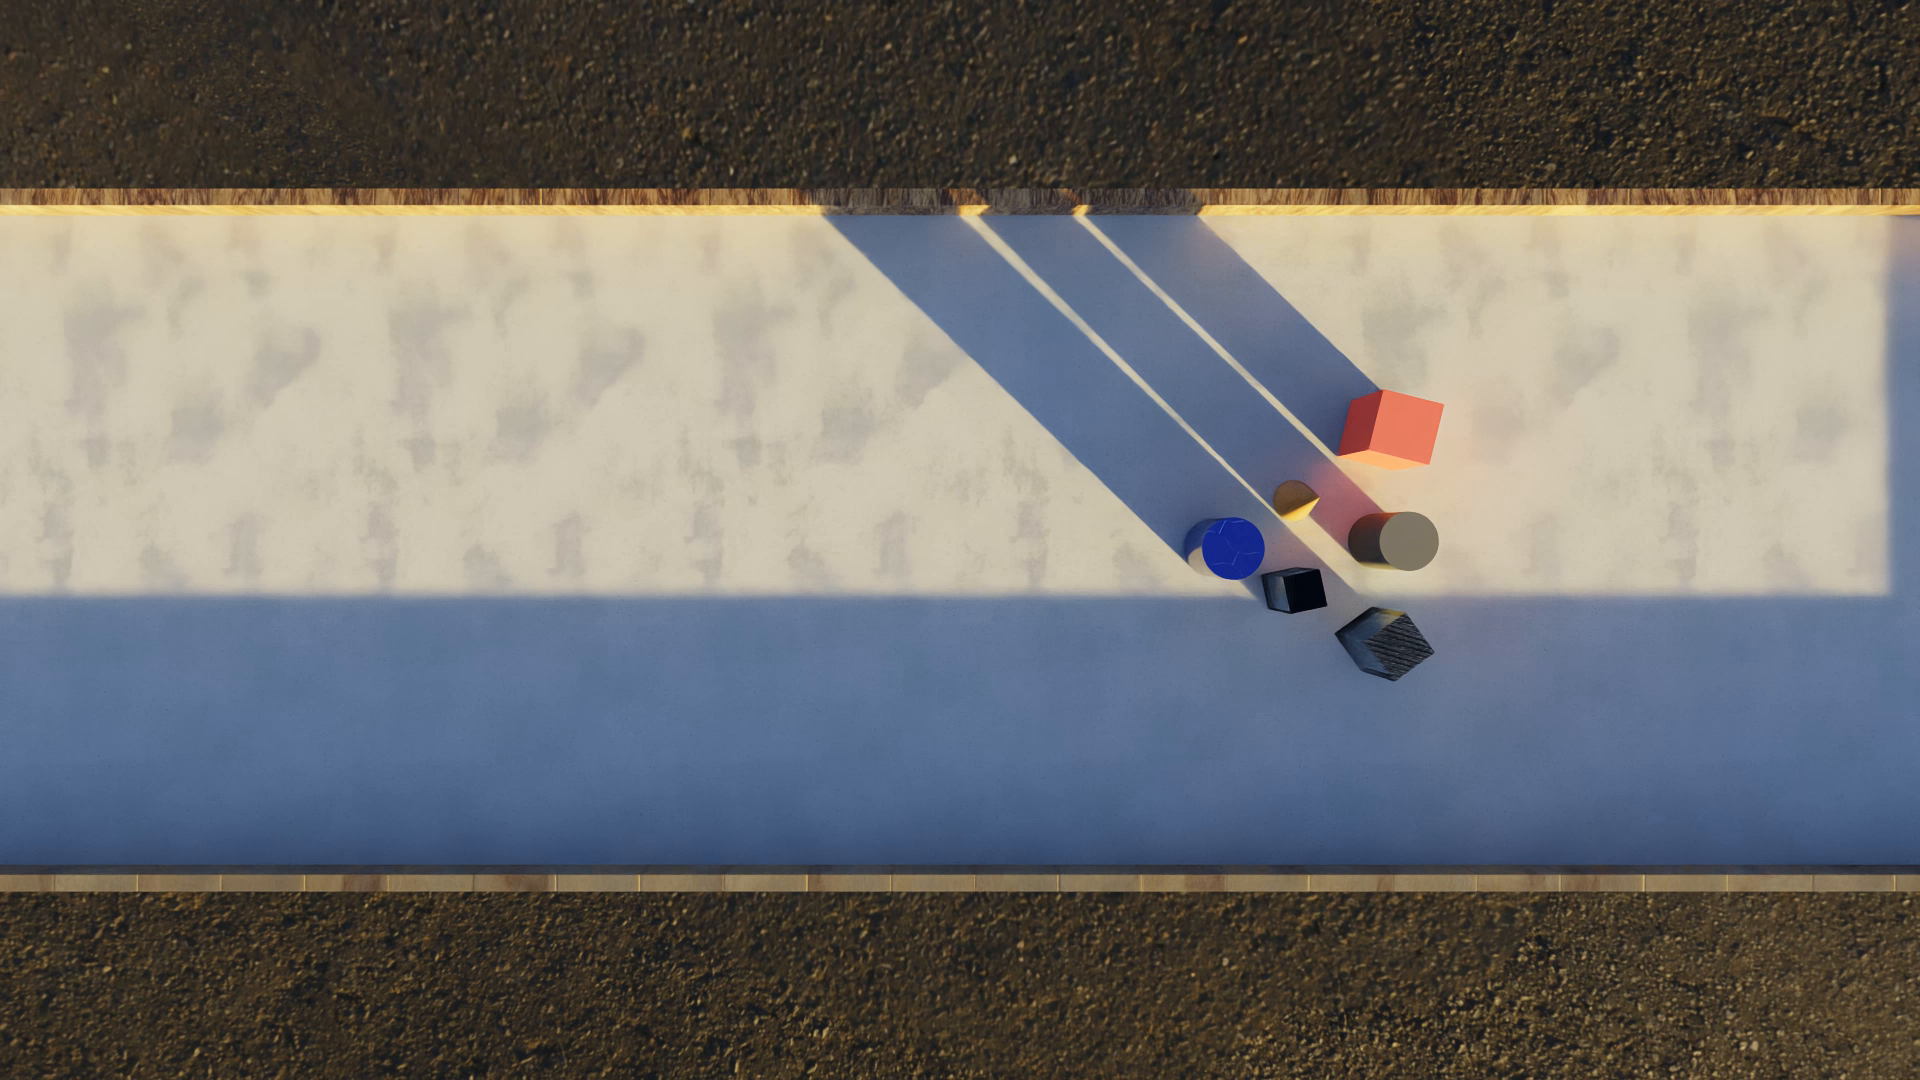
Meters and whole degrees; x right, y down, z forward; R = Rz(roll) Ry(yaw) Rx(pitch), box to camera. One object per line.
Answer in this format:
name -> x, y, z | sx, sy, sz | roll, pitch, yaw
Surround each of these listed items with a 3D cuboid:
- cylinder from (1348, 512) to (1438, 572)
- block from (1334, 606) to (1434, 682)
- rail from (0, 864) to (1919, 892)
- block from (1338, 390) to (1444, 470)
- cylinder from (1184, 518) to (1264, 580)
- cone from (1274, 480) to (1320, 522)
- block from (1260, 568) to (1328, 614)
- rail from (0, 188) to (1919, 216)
cylinder -> 1.279, 0.004, 4.886 | 0.170, 0.381, 0.170 | 0, 90, 0
block -> 1.250, 0.304, 4.882 | 0.142, 0.389, 0.142 | -36, 90, 0
rail -> -2.247, 1.025, 5.001 | 12.000, 0.150, 0.050 | 0, 90, 0
block -> 1.268, -0.321, 4.880 | 0.178, 0.393, 0.178 | 14, 90, 0
cylinder -> 0.778, 0.024, 4.883 | 0.179, 0.387, 0.179 | 0, 90, 0
cone -> 1.027, -0.121, 4.888 | 0.127, 0.376, 0.127 | 0, 90, 0
block -> 0.990, 0.148, 4.904 | 0.109, 0.345, 0.109 | -12, 90, 0
rail -> -2.247, -1.025, 5.002 | 12.000, 0.150, 0.050 | 0, 90, 0
